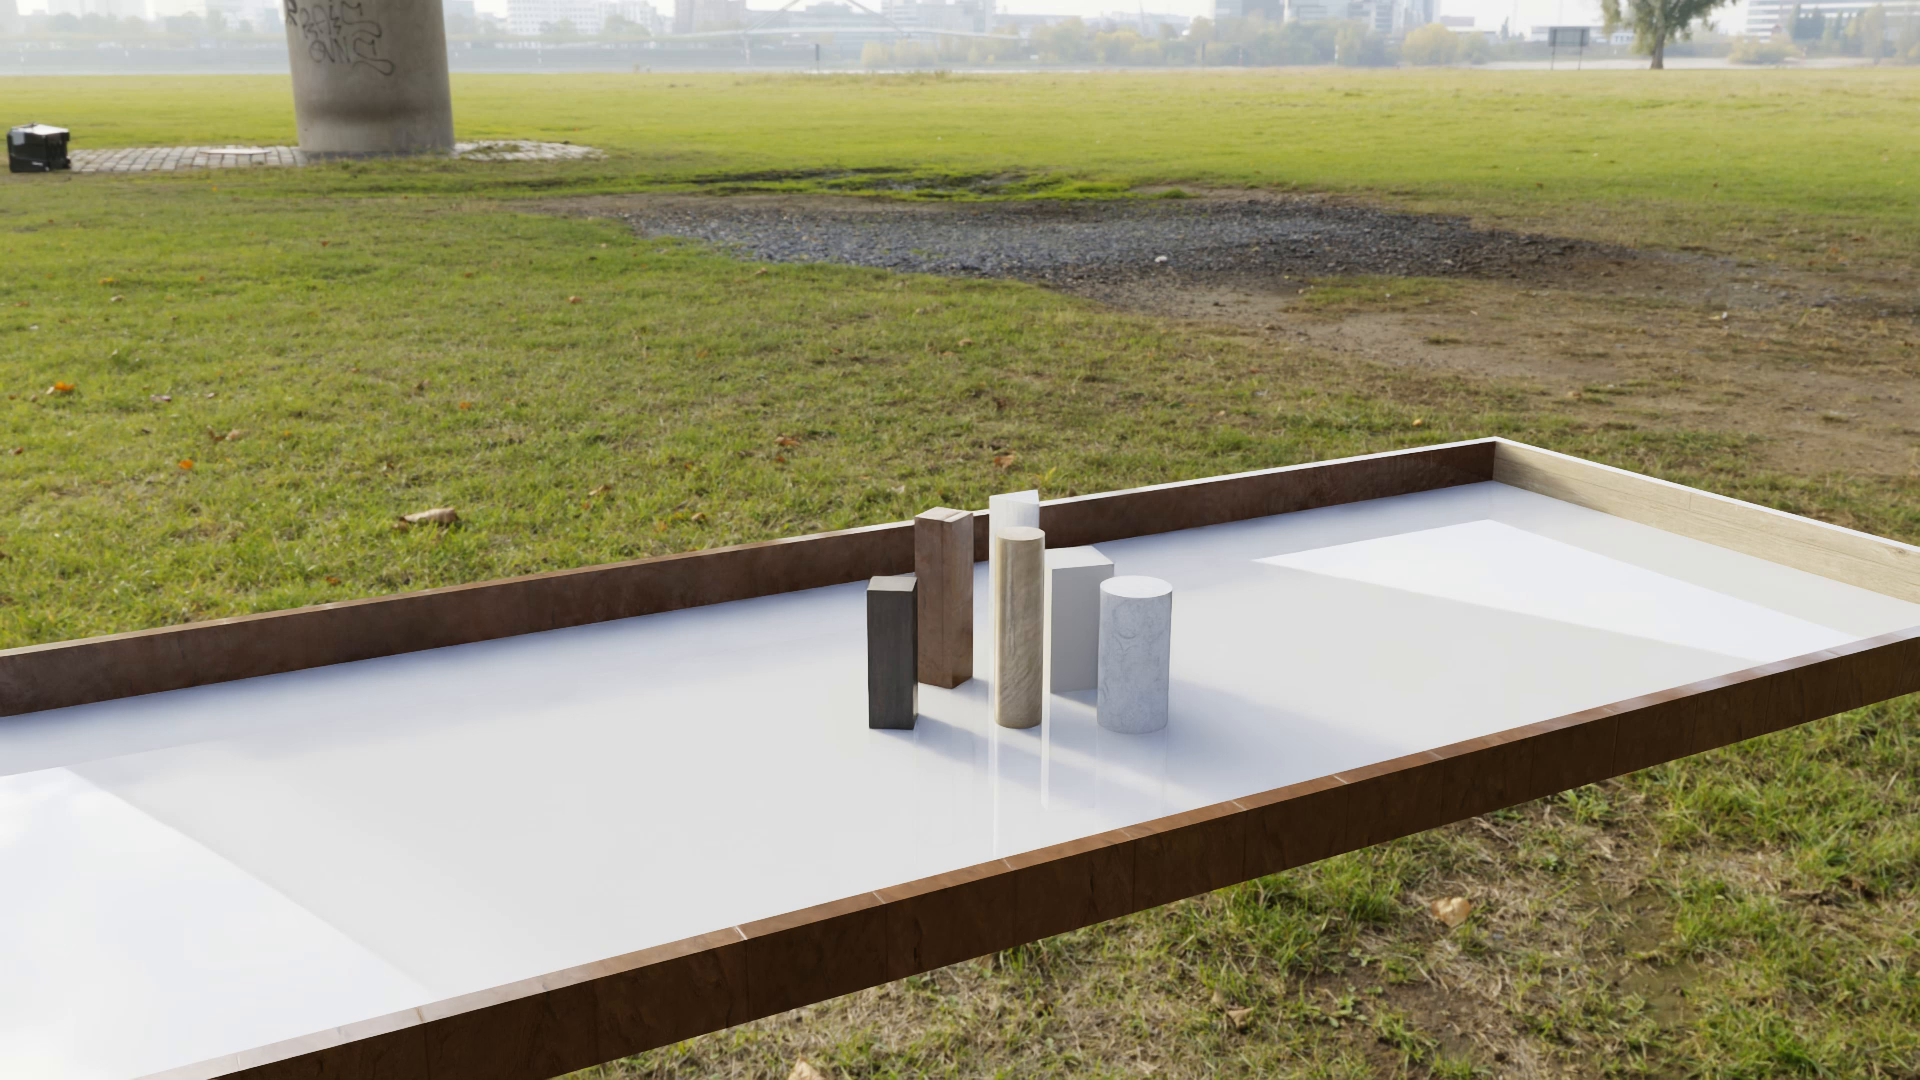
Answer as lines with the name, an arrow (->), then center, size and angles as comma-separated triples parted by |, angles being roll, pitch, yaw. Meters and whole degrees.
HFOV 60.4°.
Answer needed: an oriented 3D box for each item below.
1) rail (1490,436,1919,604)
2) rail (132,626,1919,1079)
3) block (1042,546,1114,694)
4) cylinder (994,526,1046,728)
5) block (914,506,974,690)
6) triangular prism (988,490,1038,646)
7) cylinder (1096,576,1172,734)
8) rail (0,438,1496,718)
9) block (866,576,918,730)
rail -> 2.466, -0.048, 5.253 | 0.050, 0.150, 2.100 | -9, 18, -27
rail -> -2.336, 1.006, 1.665 | 12.000, 0.150, 0.050 | -9, 18, -27
block -> 0.277, 0.196, 4.117 | 0.160, 0.321, 0.160 | -5, 17, -15
cylinder -> 0.138, 0.205, 3.842 | 0.114, 0.459, 0.114 | 0, 16, 0
block -> -0.039, 0.144, 4.101 | 0.105, 0.431, 0.105 | 9, 19, 29
triangular prism -> 0.170, 0.079, 4.362 | 0.143, 0.409, 0.124 | 9, 19, 29
cylinder -> 0.407, 0.267, 3.854 | 0.166, 0.334, 0.166 | 0, 16, 0
rail -> -3.305, 0.497, 3.399 | 12.000, 0.150, 0.050 | -9, 18, -27
block -> -0.156, 0.264, 3.853 | 0.105, 0.341, 0.105 | 1, 16, 5
